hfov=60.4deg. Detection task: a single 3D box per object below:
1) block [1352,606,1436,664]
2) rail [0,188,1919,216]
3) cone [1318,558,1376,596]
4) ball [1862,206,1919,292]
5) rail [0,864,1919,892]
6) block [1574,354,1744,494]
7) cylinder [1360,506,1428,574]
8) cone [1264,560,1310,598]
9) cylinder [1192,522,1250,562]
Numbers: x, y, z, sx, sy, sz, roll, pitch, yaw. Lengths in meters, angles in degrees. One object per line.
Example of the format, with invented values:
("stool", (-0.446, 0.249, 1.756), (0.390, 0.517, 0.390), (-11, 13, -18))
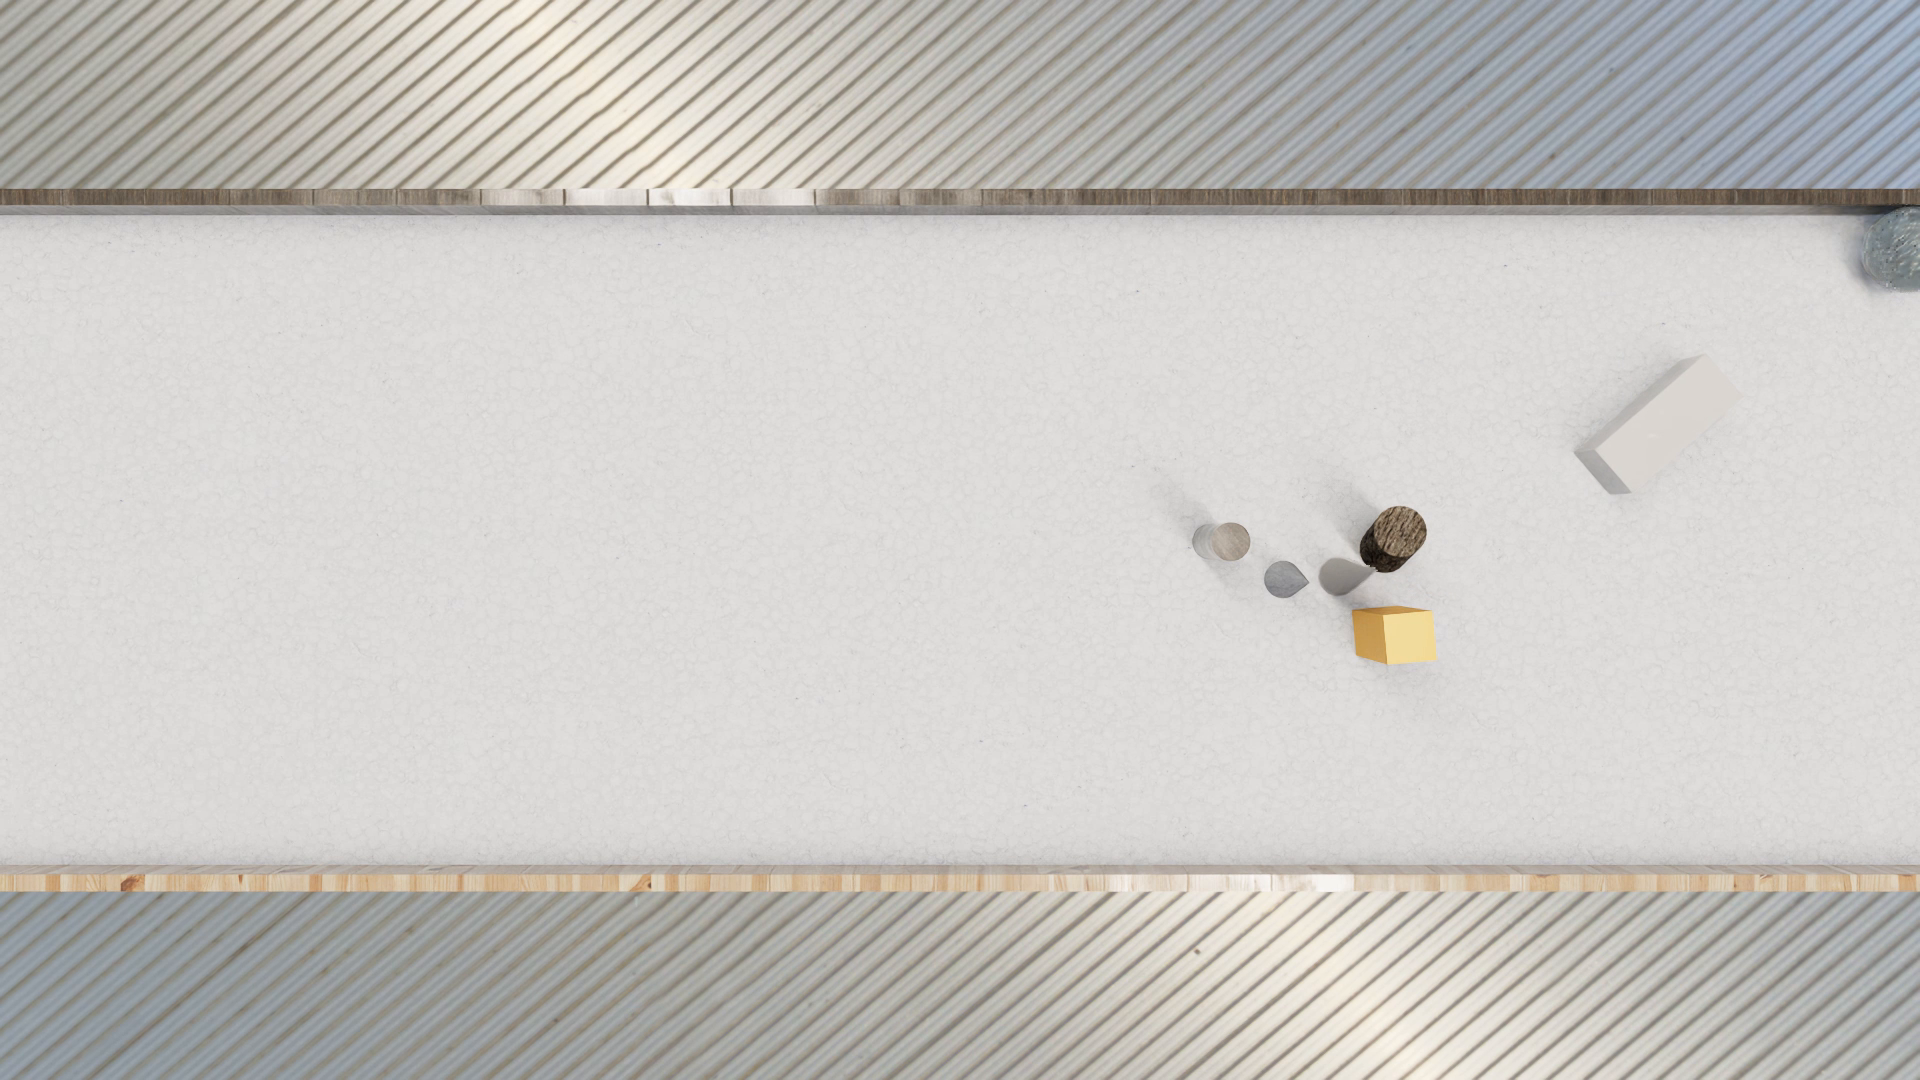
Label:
("block", (1.283, 0.279, 4.890), (0.141, 0.374, 0.141), (-5, 90, 0))
("rail", (-2.247, -1.025, 5.002), (12.000, 0.150, 0.050), (0, 90, 0))
("cone", (1.170, 0.100, 4.870), (0.118, 0.405, 0.118), (0, 86, -2))
("ball", (2.851, -0.872, 4.949), (0.256, 0.256, 0.256), (0, 90, 0))
("rail", (-2.247, 1.025, 5.001), (12.000, 0.150, 0.050), (0, 90, 0))
("block", (2.110, -0.347, 4.991), (0.437, 0.171, 0.171), (-41, 90, 0))
("cylinder", (1.281, 0.001, 4.890), (0.148, 0.350, 0.148), (-1, 81, 7))
("cone", (0.994, 0.122, 4.880), (0.116, 0.392, 0.116), (0, 90, 0))
("cylinder", (0.770, 0.005, 4.882), (0.111, 0.389, 0.111), (0, 90, 0))
